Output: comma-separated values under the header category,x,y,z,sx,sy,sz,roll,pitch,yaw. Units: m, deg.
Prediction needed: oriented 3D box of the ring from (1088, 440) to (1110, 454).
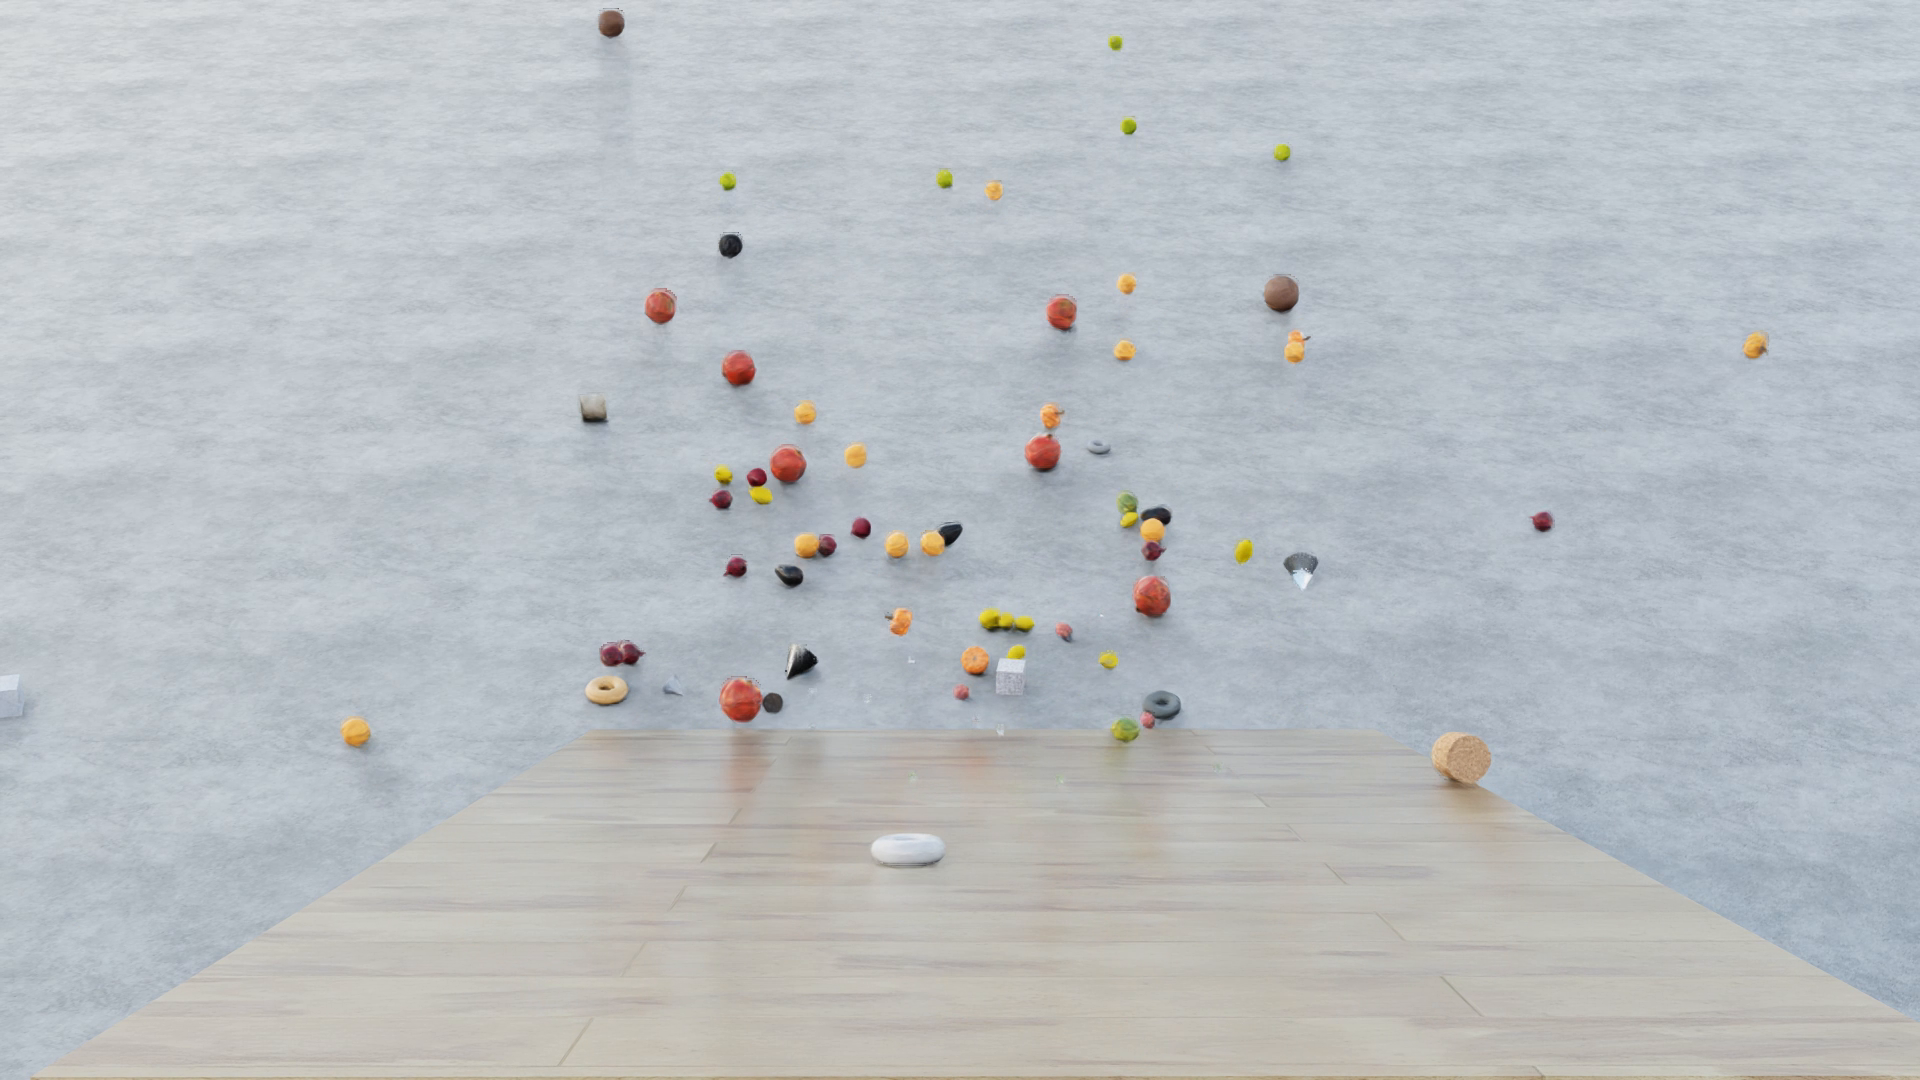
category,x,y,z,sx,sy,sz,roll,pitch,yaw
ring,0.444,-0.299,8.258,0.077,0.026,0.077,1,27,-1

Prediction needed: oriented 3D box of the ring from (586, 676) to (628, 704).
category,x,y,z,sx,sy,sz,roll,pitch,yaw
ring,-0.945,0.401,6.908,0.114,0.038,0.114,0,28,0

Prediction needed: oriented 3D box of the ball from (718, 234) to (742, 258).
category,x,y,z,sx,sy,sz,roll,pitch,yaw
ball,-0.866,-1.109,9.734,0.090,0.090,0.090,0,28,0

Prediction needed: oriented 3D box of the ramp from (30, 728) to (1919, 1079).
category,x,y,z,sx,sy,sz,roll,pitch,yaw
ramp,0.062,0.562,4.600,2.000,0.100,4.000,0,1,0

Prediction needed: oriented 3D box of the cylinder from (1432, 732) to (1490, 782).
category,x,y,z,sx,sy,sz,roll,pitch,yaw
cylinder,1.043,0.452,5.381,0.095,0.095,0.095,-5,1,-9

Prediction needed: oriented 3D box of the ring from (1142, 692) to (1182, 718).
category,x,y,z,sx,sy,sz,roll,pitch,yaw
ring,0.535,0.437,6.842,0.104,0.035,0.104,-2,31,1

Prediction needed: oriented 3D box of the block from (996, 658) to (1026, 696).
category,x,y,z,sx,sy,sz,roll,pitch,yaw
block,0.137,0.367,6.937,0.070,0.070,0.070,4,28,7

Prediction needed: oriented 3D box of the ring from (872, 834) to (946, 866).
category,x,y,z,sx,sy,sz,roll,pitch,yaw
ring,-0.083,0.498,4.157,0.121,0.040,0.121,-1,2,0

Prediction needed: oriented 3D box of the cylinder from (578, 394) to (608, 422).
category,x,y,z,sx,sy,sz,roll,pitch,yaw
cylinder,-1.201,-0.433,8.447,0.081,0.081,0.081,-8,29,-13

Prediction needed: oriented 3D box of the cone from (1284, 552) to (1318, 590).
category,x,y,z,sx,sy,sz,roll,pitch,yaw
cone,0.987,0.107,7.462,0.100,0.100,0.100,1,54,1

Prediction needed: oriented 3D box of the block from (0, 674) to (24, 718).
category,x,y,z,sx,sy,sz,roll,pitch,yaw
block,-2.528,0.414,6.837,0.080,0.080,0.080,-6,28,-11

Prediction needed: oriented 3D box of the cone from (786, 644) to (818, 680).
category,x,y,z,sx,sy,sz,roll,pitch,yaw
cone,-0.448,0.346,7.011,0.090,0.090,0.090,17,59,29

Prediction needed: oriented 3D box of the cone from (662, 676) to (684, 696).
category,x,y,z,sx,sy,sz,roll,pitch,yaw
cone,-0.759,0.401,6.923,0.054,0.054,0.054,39,40,12
